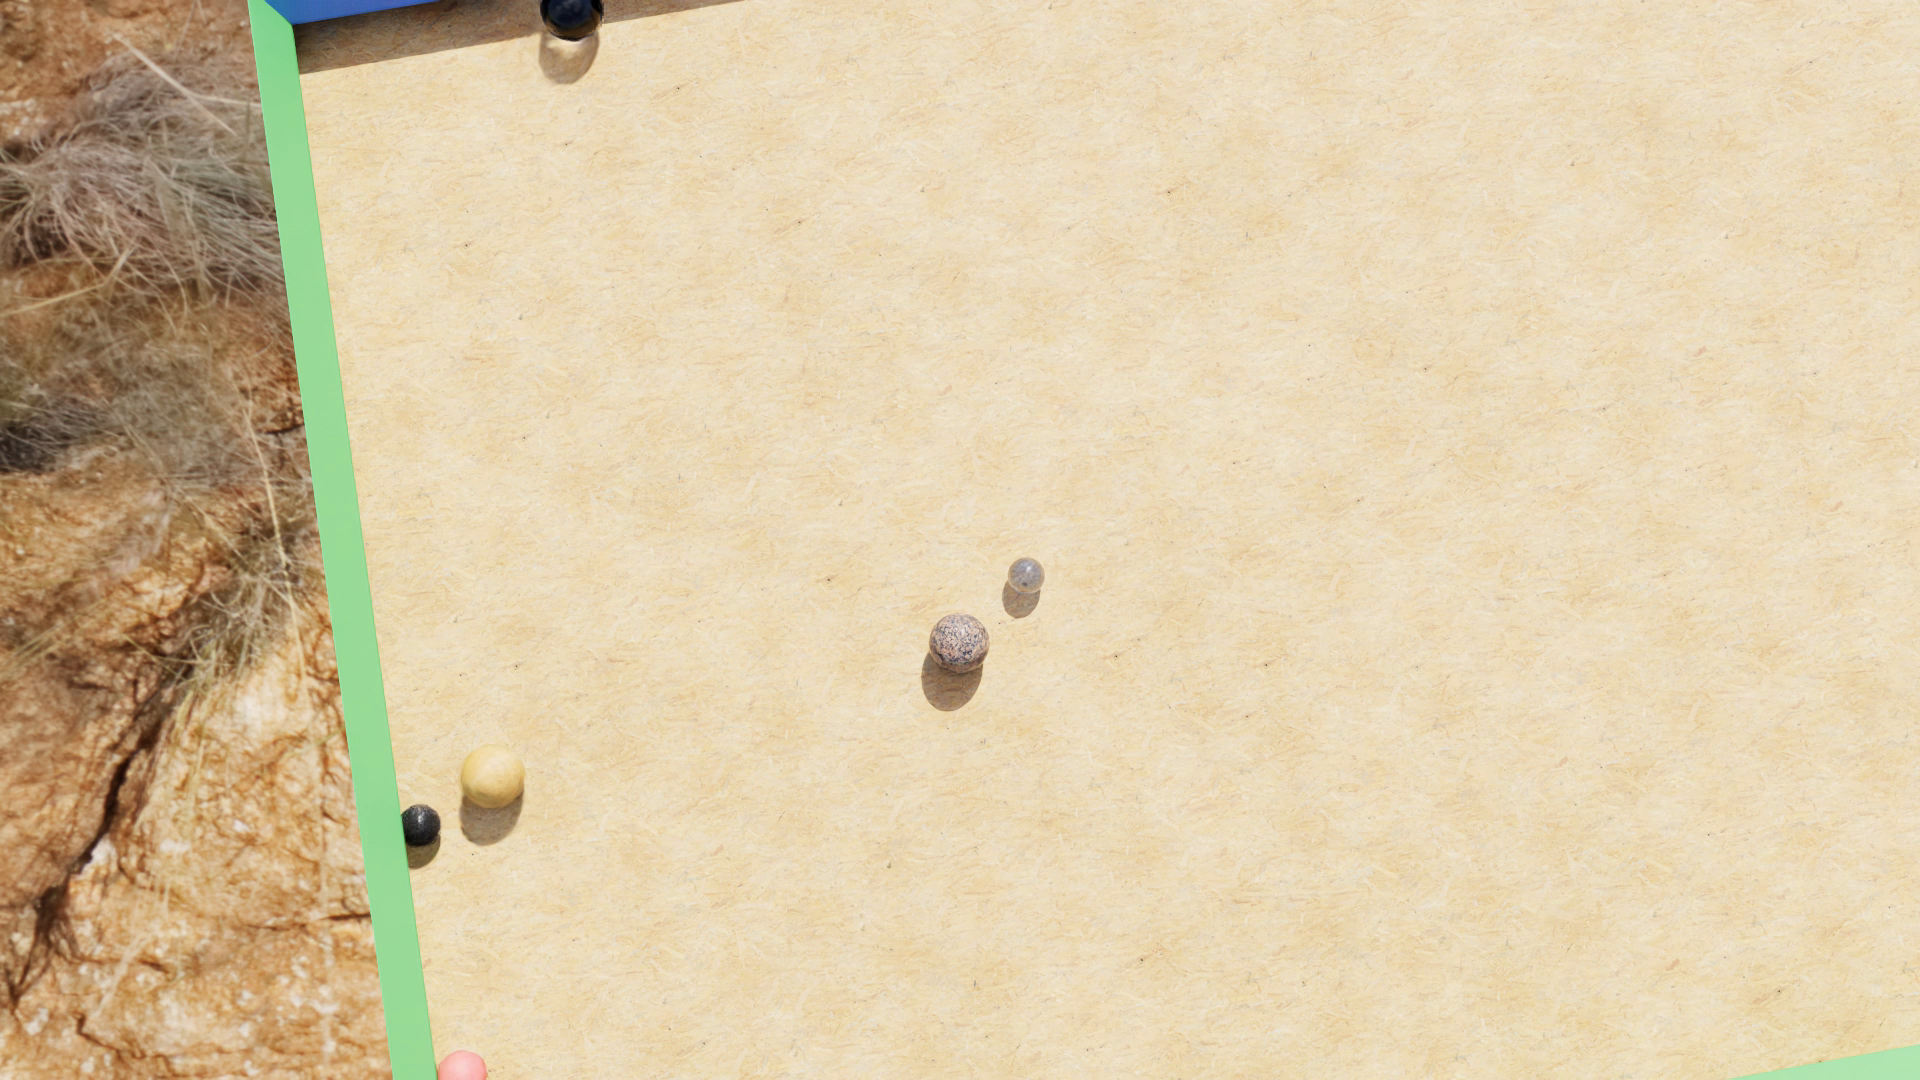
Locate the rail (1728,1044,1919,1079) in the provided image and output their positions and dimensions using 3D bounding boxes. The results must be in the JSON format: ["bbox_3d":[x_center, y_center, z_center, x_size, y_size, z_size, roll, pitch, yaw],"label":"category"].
[{"bbox_3d":[1.069,0.794,3.125,3.654,0.122,0.045,-10,82,-1],"label":"rail"}]

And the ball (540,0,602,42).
[{"bbox_3d":[-0.596,-0.813,3.374,0.094,0.094,0.094,0,82,0],"label":"ball"}]

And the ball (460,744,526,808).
[{"bbox_3d":[-0.681,0.344,3.206,0.094,0.094,0.094,0,82,0],"label":"ball"}]

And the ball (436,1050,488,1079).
[{"bbox_3d":[-0.715,0.769,3.155,0.072,0.072,0.072,0,82,0],"label":"ball"}]

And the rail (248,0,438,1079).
[{"bbox_3d":[-0.876,0.149,3.219,0.045,0.122,2.004,-10,82,-1],"label":"rail"}]

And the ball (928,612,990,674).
[{"bbox_3d":[-0.001,0.152,3.236,0.090,0.090,0.090,0,82,0],"label":"ball"}]

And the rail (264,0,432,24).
[{"bbox_3d":[0.731,-1.114,3.403,3.654,0.122,0.045,-10,82,-1],"label":"rail"}]

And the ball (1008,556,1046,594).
[{"bbox_3d":[0.099,0.053,3.267,0.057,0.057,0.057,0,82,0],"label":"ball"}]

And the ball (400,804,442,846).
[{"bbox_3d":[-0.789,0.416,3.212,0.061,0.061,0.061,0,82,0],"label":"ball"}]
